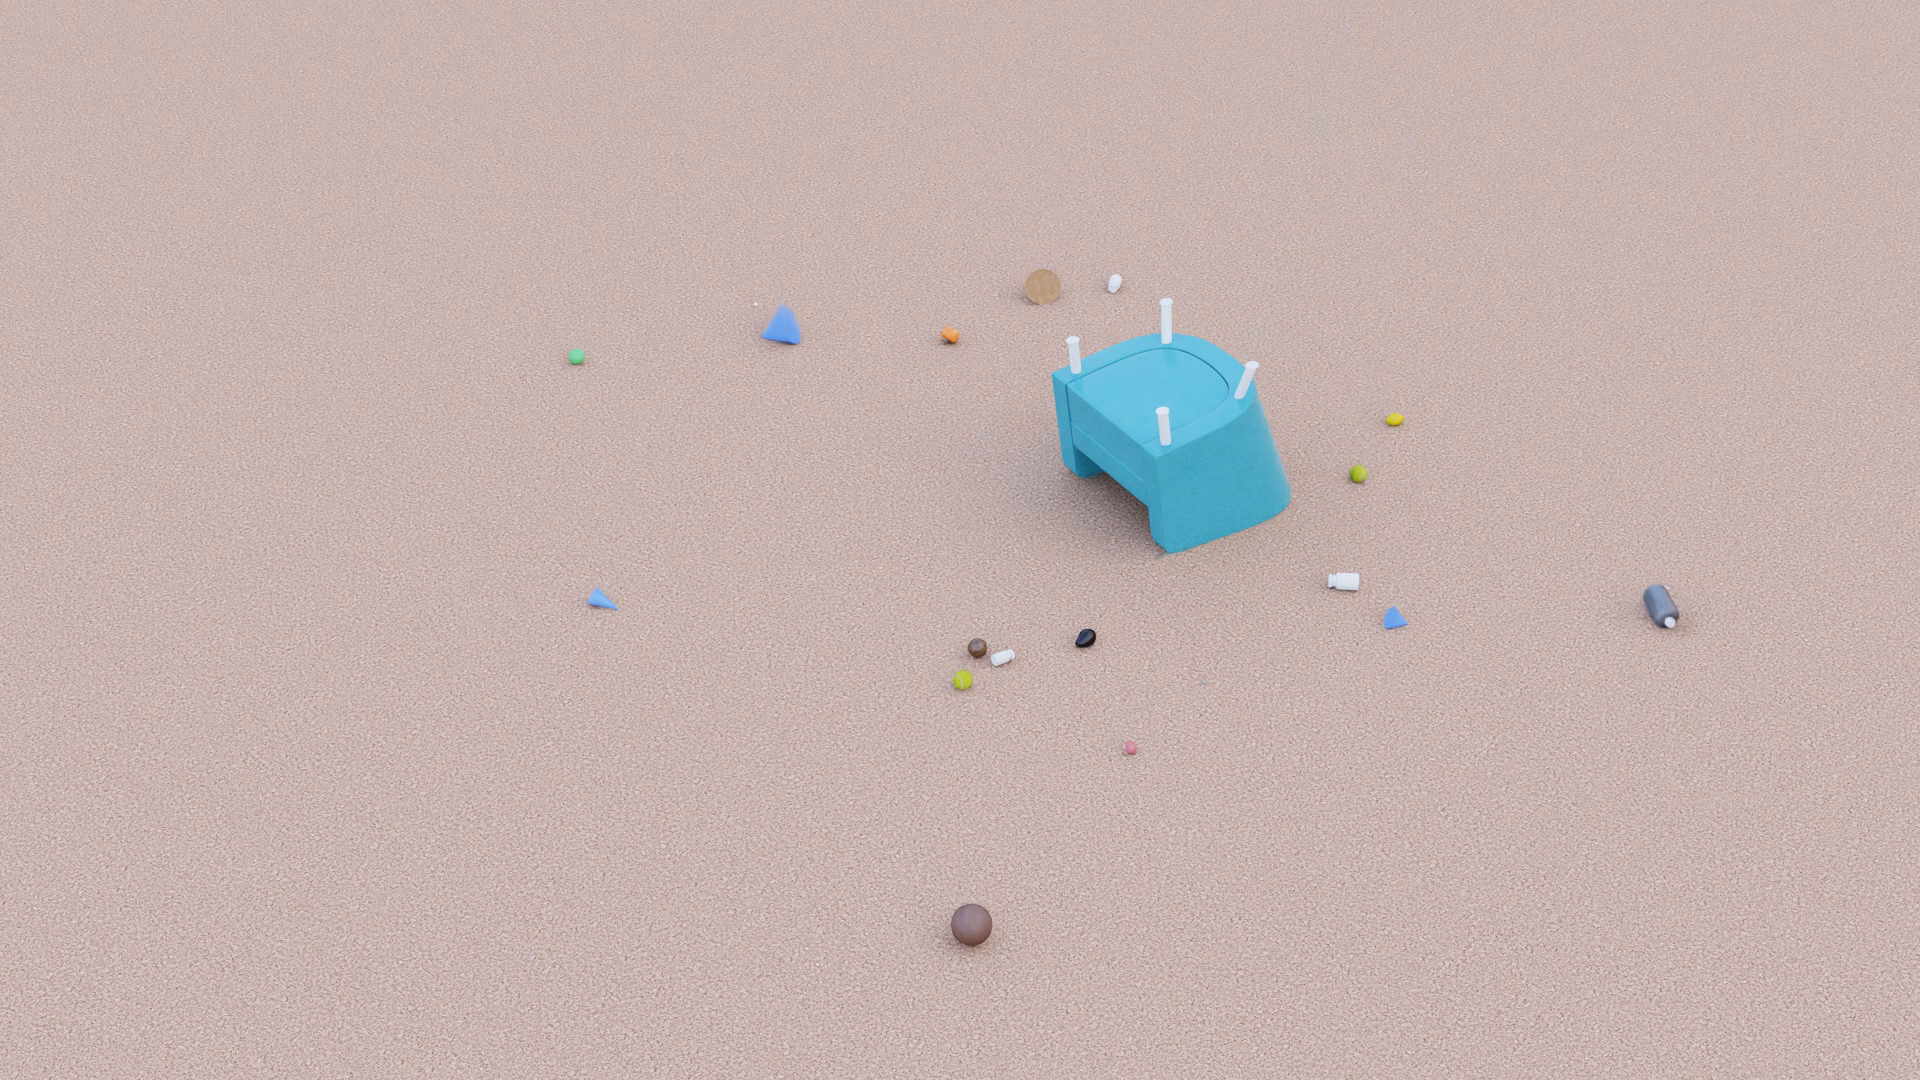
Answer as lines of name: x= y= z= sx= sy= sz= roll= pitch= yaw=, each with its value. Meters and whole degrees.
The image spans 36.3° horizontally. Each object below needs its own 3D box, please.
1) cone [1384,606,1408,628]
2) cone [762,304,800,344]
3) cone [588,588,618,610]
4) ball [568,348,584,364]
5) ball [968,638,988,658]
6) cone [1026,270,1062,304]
cone: x=1.571 y=0.287 z=10.475 sx=0.079 sy=0.080 sz=0.084 roll=19 pitch=62 yaw=-21
cone: x=-0.770 y=-0.873 z=12.202 sx=0.145 sy=0.168 sz=0.187 roll=-23 pitch=36 yaw=22
cone: x=-1.274 y=0.229 z=10.571 sx=0.114 sy=0.061 sz=0.067 roll=27 pitch=40 yaw=11
ball: x=-1.572 y=-0.752 z=12.027 sx=0.065 sy=0.065 sz=0.065 roll=0 pitch=33 yaw=0
ball: x=0.061 y=0.379 z=10.306 sx=0.069 sy=0.069 sz=0.069 roll=0 pitch=33 yaw=0
cone: x=0.335 y=-1.079 z=12.523 sx=0.163 sy=0.149 sz=0.130 roll=-13 pitch=6 yaw=-16
